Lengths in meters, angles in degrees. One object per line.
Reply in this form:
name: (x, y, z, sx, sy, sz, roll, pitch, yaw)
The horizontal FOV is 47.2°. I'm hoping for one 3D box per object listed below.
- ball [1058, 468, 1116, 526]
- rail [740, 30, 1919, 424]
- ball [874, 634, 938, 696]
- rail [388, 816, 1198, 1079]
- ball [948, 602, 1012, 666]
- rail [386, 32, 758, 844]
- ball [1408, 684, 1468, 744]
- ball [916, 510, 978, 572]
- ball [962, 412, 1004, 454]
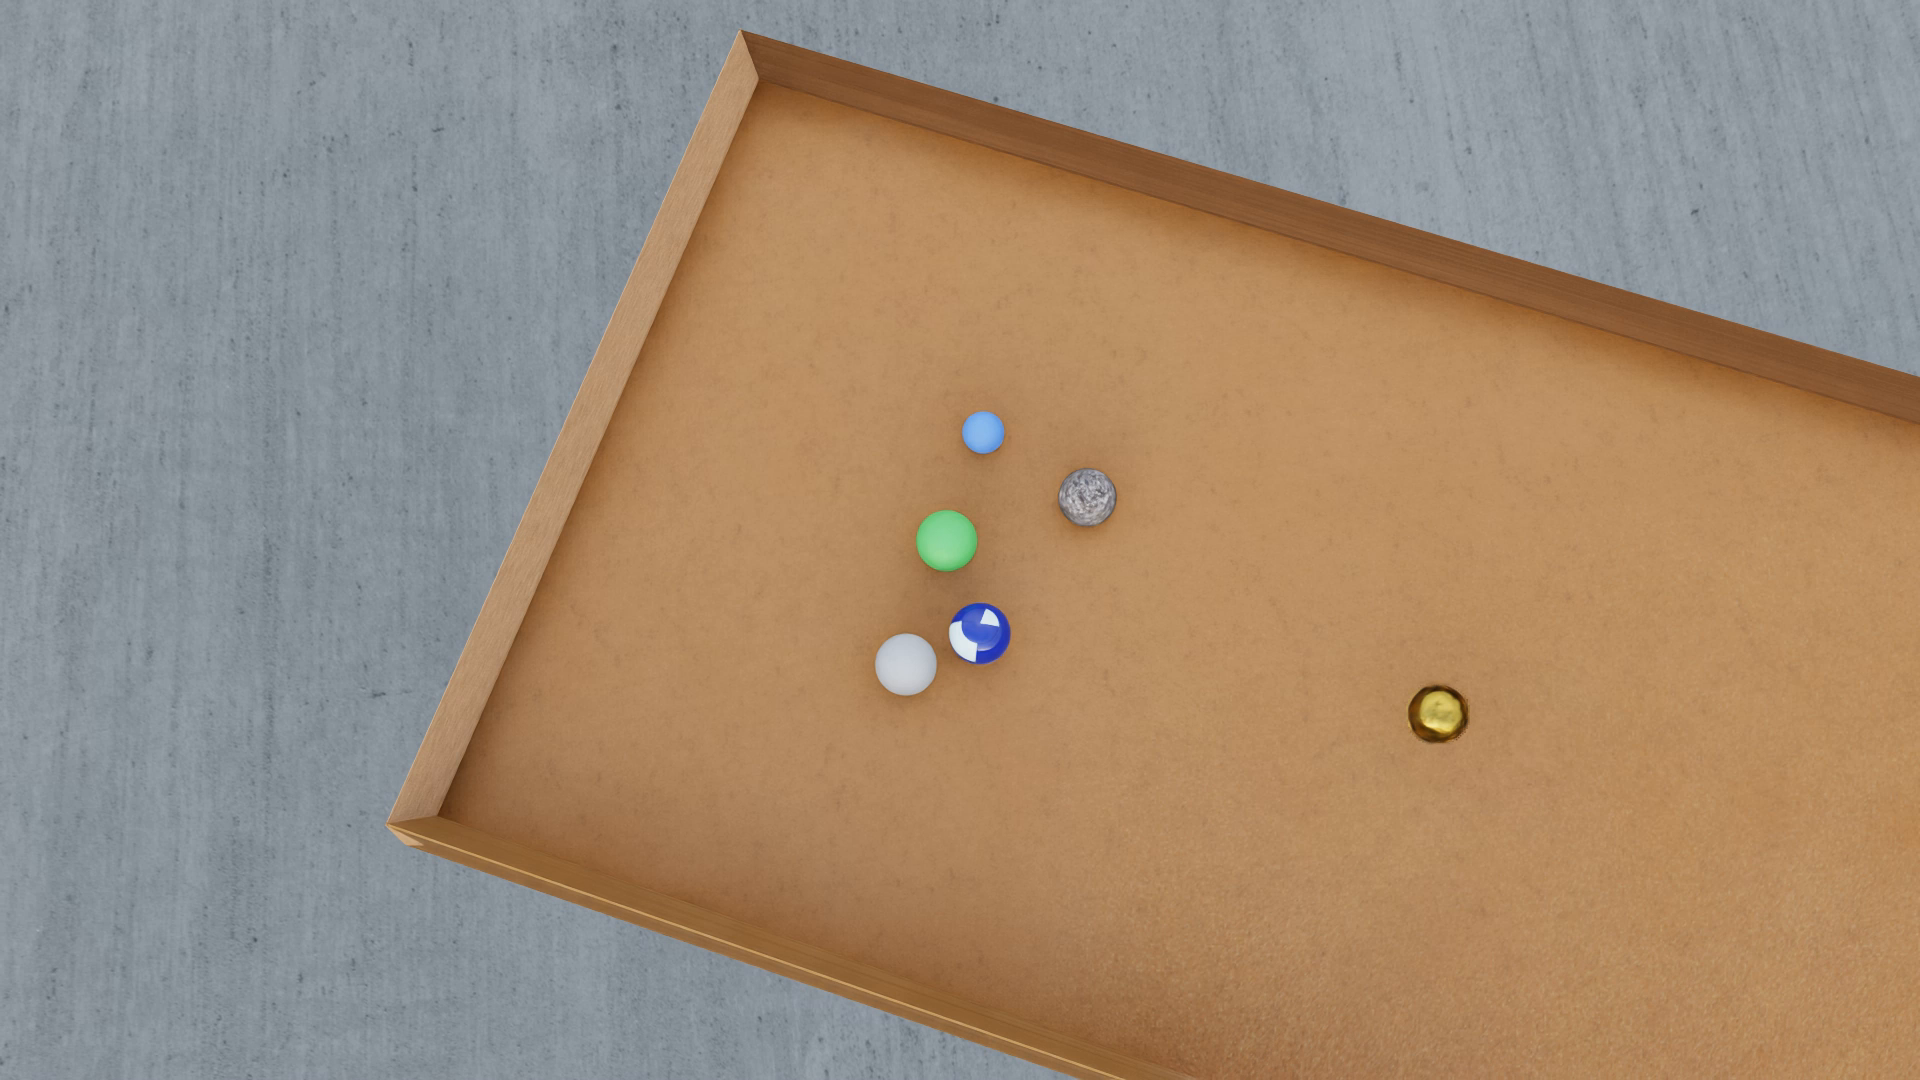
ball: (0.202, -0.067, 3.479, 0.093, 0.093, 0.093, 0, 69, 0)
rail: (0.831, -0.430, 3.599, 2.557, 0.126, 0.045, 18, 70, 7)
ball: (-0.083, 0.191, 3.377, 0.096, 0.096, 0.096, 0, 69, 0)
rail: (0.378, 0.804, 3.125, 2.557, 0.126, 0.045, 18, 70, 7)
ball: (0.031, 0.145, 3.395, 0.097, 0.097, 0.097, 0, 69, 0)
rail: (-0.582, -0.193, 3.508, 0.045, 0.126, 1.445, 18, 70, 7)
ball: (0.729, 0.266, 3.352, 0.091, 0.091, 0.091, 0, 69, 0)
ball: (-0.021, 0.001, 3.450, 0.097, 0.097, 0.097, 0, 69, 0)
ball: (0.038, -0.173, 3.532, 0.068, 0.068, 0.068, 0, 69, 0)
